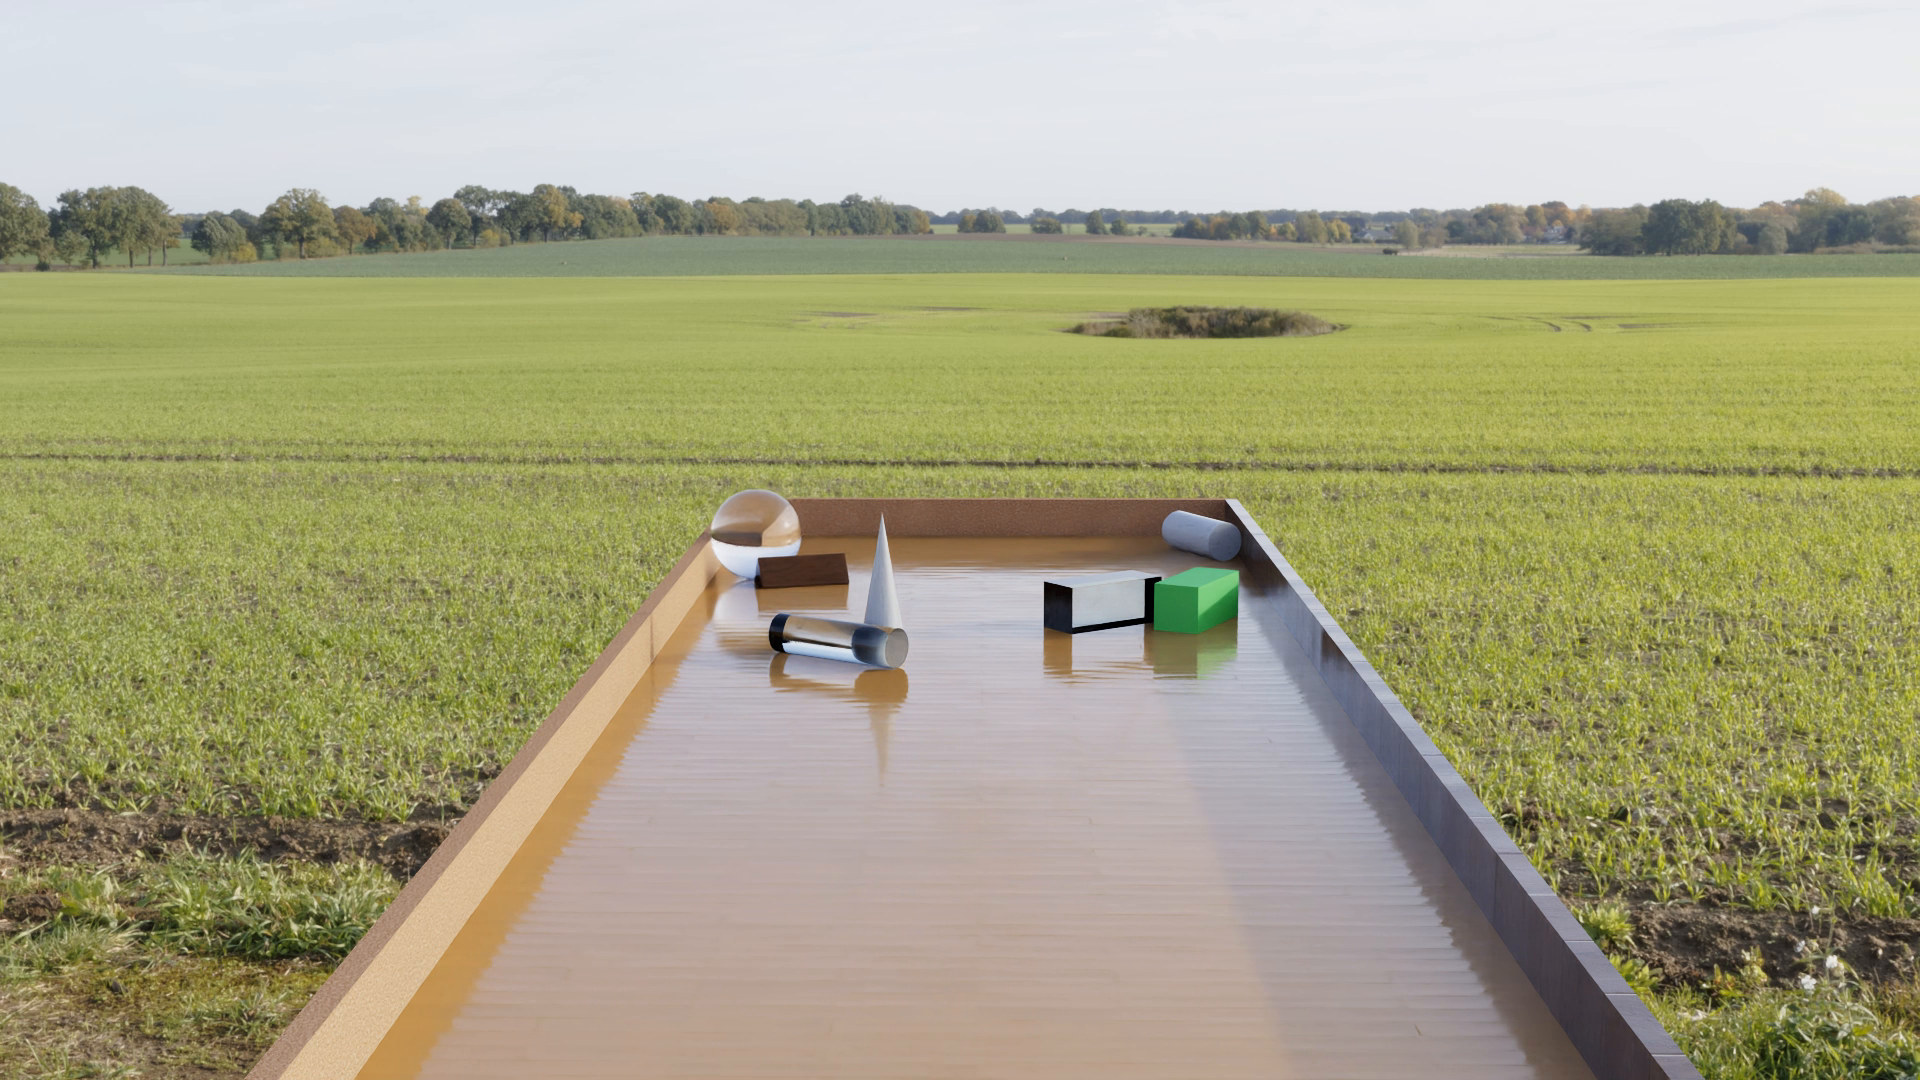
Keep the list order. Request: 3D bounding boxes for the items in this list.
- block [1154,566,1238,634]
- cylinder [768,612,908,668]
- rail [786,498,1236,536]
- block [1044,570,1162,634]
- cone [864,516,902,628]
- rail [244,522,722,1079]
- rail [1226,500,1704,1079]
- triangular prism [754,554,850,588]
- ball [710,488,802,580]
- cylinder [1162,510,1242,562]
[{"bbox_3d":[0.784,0.197,7.274,0.153,0.153,0.361,5,10,28],"label":"block"},{"bbox_3d":[-0.372,0.305,6.694,0.440,0.123,0.123,6,11,33],"label":"cylinder"},{"bbox_3d":[0.099,-0.098,9.147,2.100,0.150,0.050,0,9,1],"label":"rail"},{"bbox_3d":[0.471,0.202,7.245,0.375,0.152,0.152,-6,11,-35],"label":"block"},{"bbox_3d":[-0.238,0.133,6.765,0.150,0.440,0.150,0,9,0],"label":"cone"},{"bbox_3d":[-1.004,0.839,3.234,0.050,0.150,12.000,0,9,1],"label":"rail"},{"bbox_3d":[1.046,0.843,3.208,0.050,0.150,12.000,0,9,1],"label":"rail"},{"bbox_3d":[-0.576,0.107,7.985,0.324,0.104,0.120,-3,9,-19],"label":"triangular prism"},{"bbox_3d":[-0.748,-0.022,8.077,0.334,0.334,0.334,0,9,0],"label":"ball"},{"bbox_3d":[0.948,-0.018,8.643,0.150,0.150,0.355,-4,10,-24],"label":"cylinder"}]
